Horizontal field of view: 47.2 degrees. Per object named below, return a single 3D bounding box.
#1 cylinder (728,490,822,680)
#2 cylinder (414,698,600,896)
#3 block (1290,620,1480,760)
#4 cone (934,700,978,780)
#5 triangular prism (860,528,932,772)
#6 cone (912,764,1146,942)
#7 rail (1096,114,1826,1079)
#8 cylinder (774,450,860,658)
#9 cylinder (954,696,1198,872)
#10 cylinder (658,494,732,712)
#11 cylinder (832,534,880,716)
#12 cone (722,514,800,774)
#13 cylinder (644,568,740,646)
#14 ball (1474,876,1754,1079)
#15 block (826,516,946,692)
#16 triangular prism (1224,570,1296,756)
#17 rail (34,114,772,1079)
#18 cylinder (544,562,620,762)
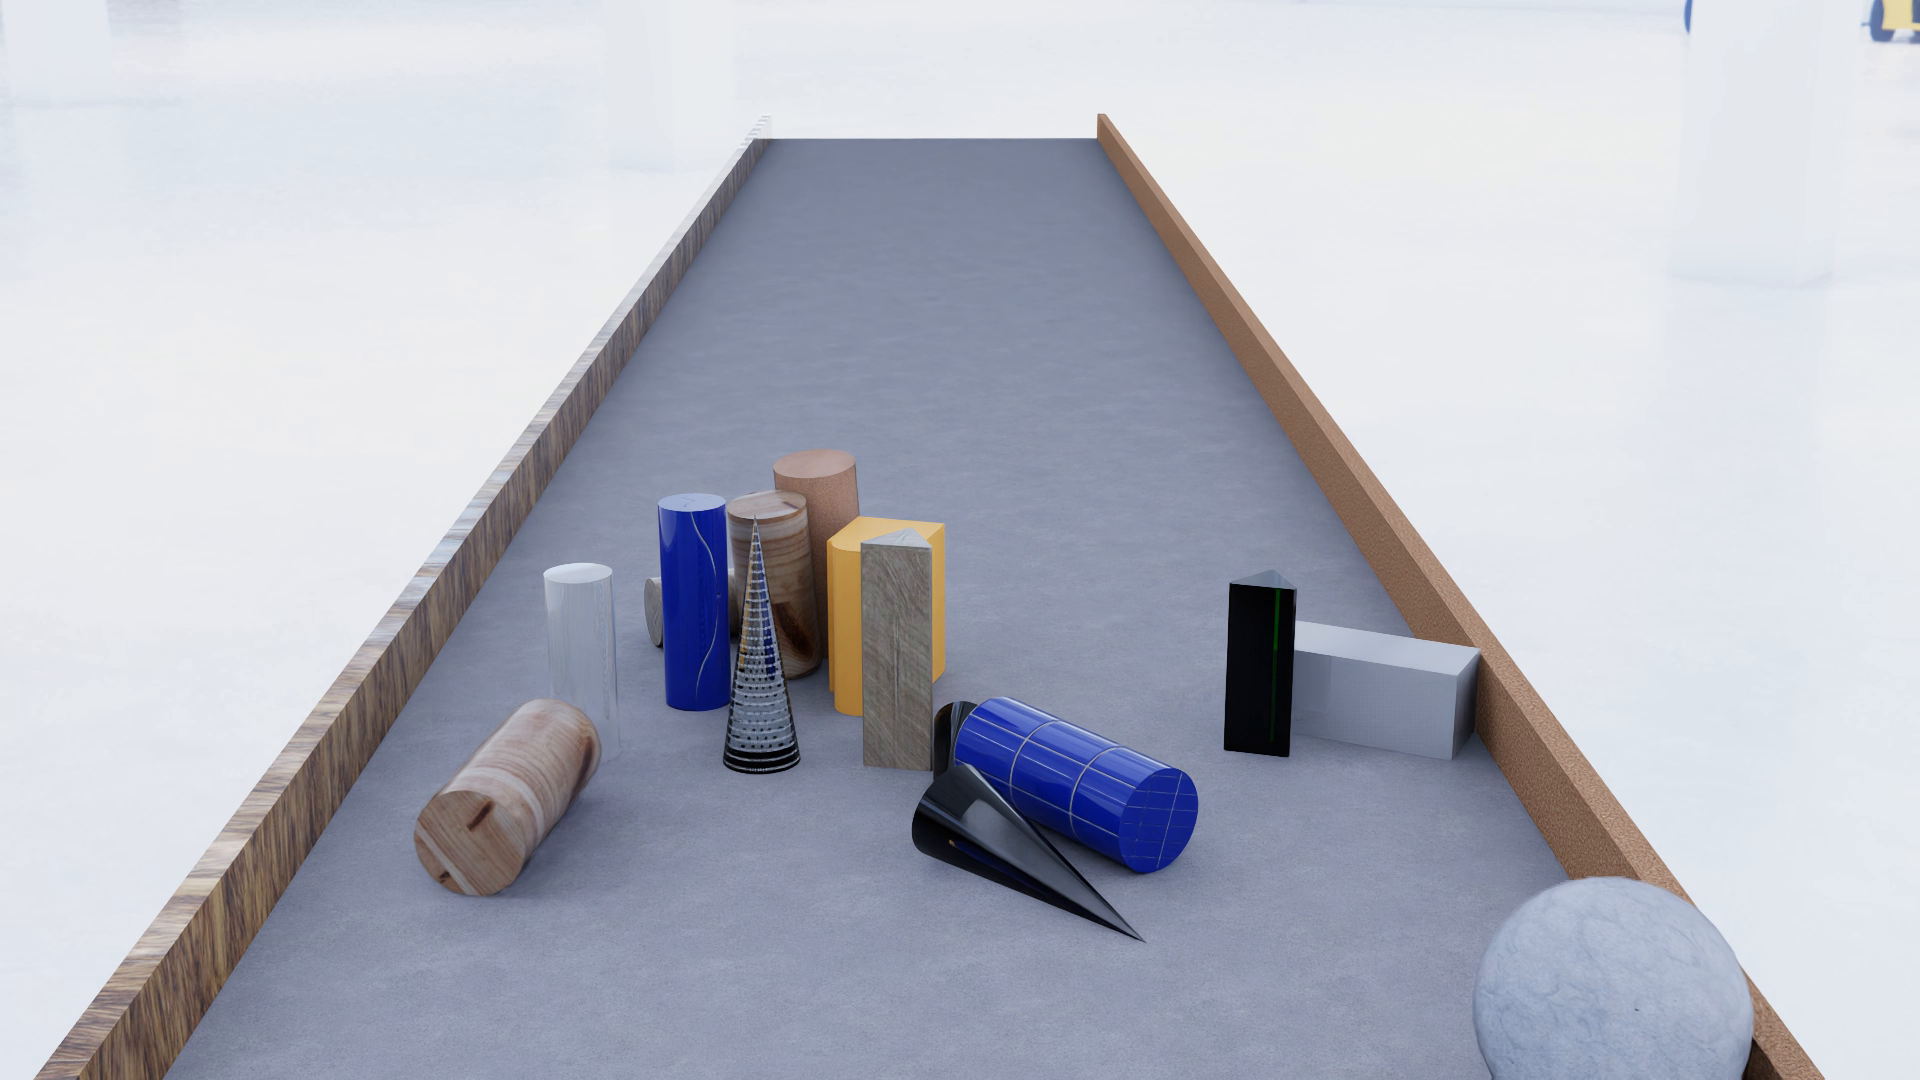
[{"bbox_3d":[-0.362,0.088,4.305,0.153,0.340,0.153,-4,22,1],"label":"cylinder"},{"bbox_3d":[-0.722,0.407,3.550,0.176,0.176,0.402,2,17,7],"label":"cylinder"},{"bbox_3d":[0.735,0.269,4.040,0.395,0.161,0.161,8,18,26],"label":"block"},{"bbox_3d":[-0.018,0.412,3.747,0.111,0.111,0.363,2,25,8],"label":"cone"},{"bbox_3d":[-0.098,0.190,3.867,0.125,0.411,0.108,4,17,12],"label":"triangular prism"},{"bbox_3d":[0.129,0.512,3.367,0.161,0.161,0.431,-15,33,-42],"label":"cone"},{"bbox_3d":[0.932,-0.844,7.801,0.050,0.150,12.000,0,17,-1],"label":"rail"},{"bbox_3d":[-0.276,0.028,4.424,0.163,0.388,0.163,-3,22,1],"label":"cylinder"},{"bbox_3d":[0.184,0.394,3.600,0.172,0.172,0.409,-13,21,-37],"label":"cylinder"},{"bbox_3d":[-0.499,0.117,4.145,0.126,0.392,0.126,0,17,0],"label":"cylinder"},{"bbox_3d":[-0.183,0.160,4.124,0.109,0.322,0.109,0,17,0],"label":"cylinder"},{"bbox_3d":[-0.353,0.172,3.849,0.138,0.456,0.138,0,17,0],"label":"cone"},{"bbox_3d":[-0.479,0.129,4.547,0.320,0.139,0.139,-7,18,-21],"label":"cylinder"},{"bbox_3d":[0.799,0.580,2.697,0.330,0.330,0.330,0,17,0],"label":"ball"},{"bbox_3d":[-0.141,0.130,4.258,0.178,0.303,0.178,5,17,16],"label":"block"},{"bbox_3d":[0.545,0.218,3.942,0.116,0.315,0.101,5,17,17],"label":"triangular prism"},{"bbox_3d":[-1.118,-0.838,7.780,0.050,0.150,12.000,0,17,-1],"label":"rail"},{"bbox_3d":[-0.669,0.219,3.897,0.119,0.337,0.119,0,17,0],"label":"cylinder"}]
